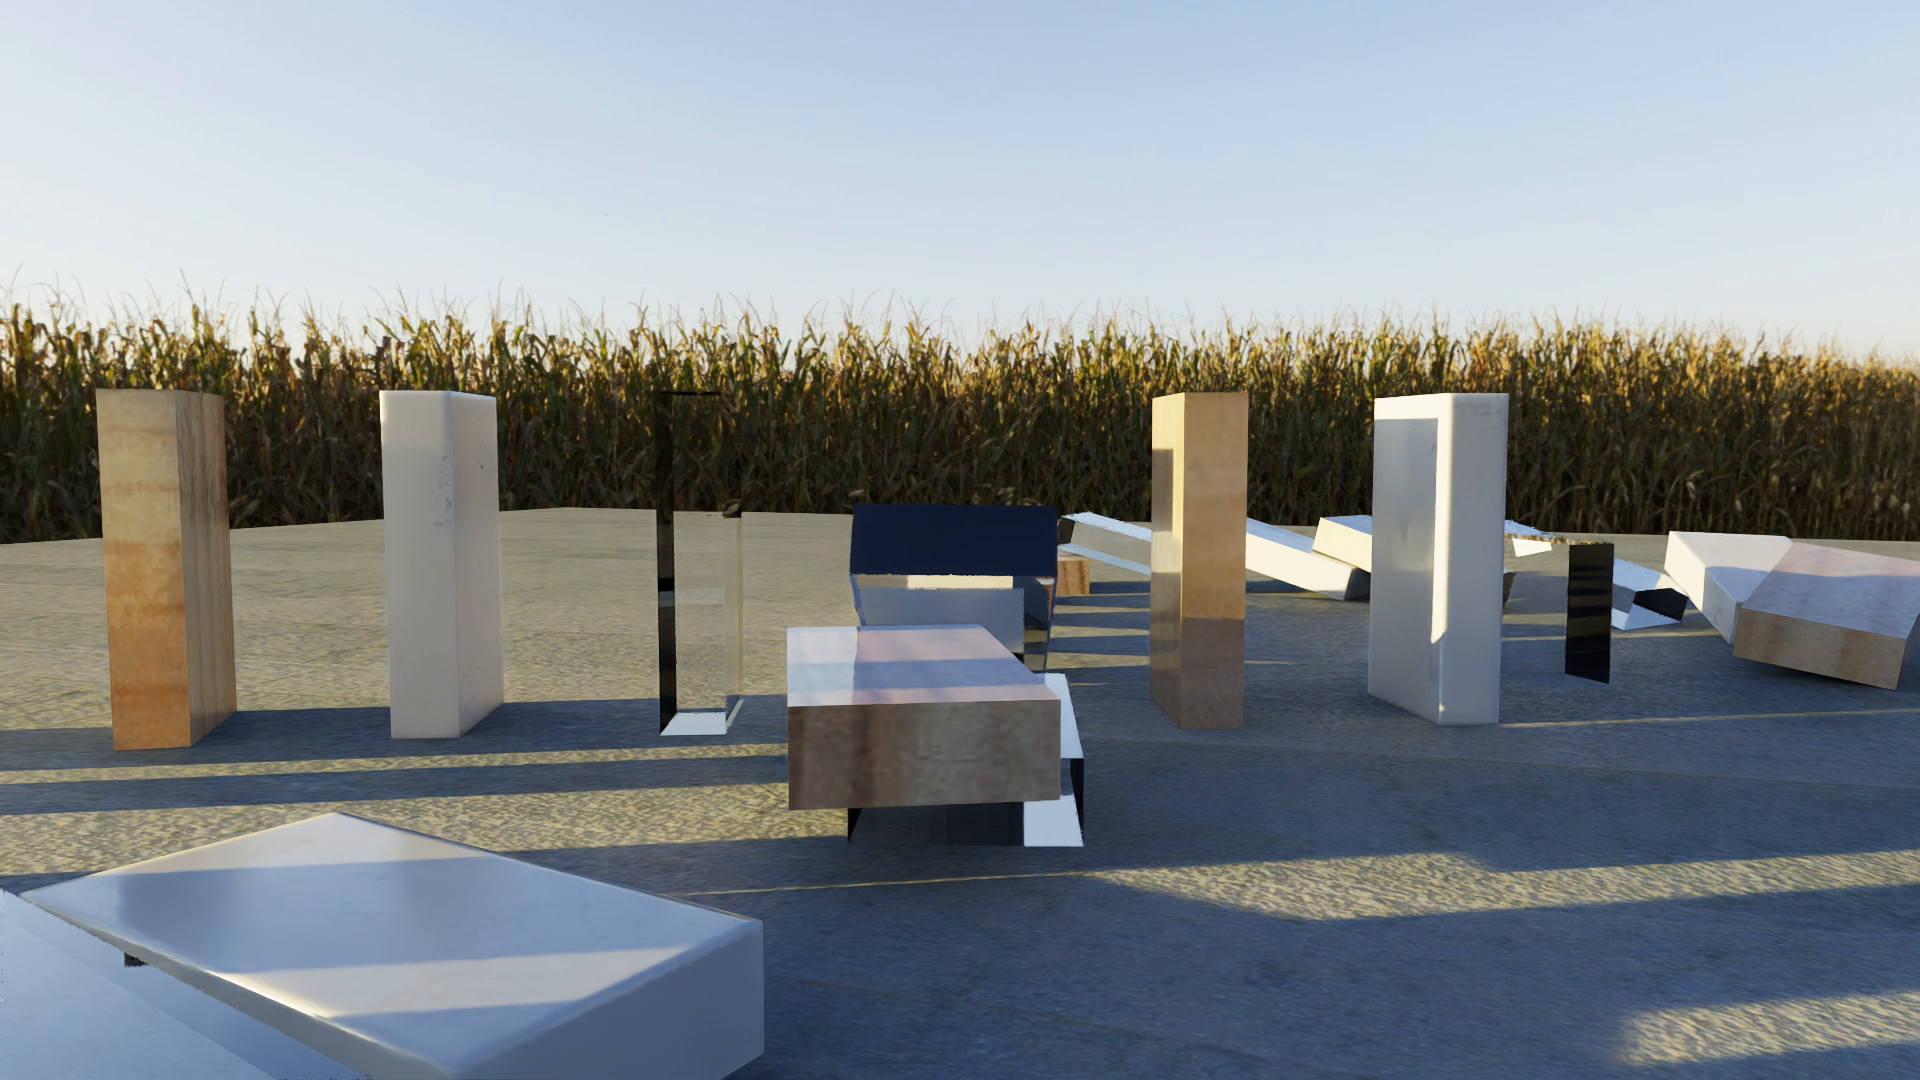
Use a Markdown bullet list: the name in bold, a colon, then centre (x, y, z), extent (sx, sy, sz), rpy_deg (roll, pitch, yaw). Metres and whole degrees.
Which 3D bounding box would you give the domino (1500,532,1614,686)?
- **domino**: centre (0.104, 0.011, 0.249), extent (0.010, 0.025, 0.050), rpy_deg (-1, 4, -16)

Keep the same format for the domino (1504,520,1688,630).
- **domino**: centre (0.149, 0.008, 0.318), extent (0.025, 0.010, 0.050), rpy_deg (-3, 20, -34)

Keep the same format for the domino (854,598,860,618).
- **domino**: centre (-0.002, 0.013, 0.213), extent (0.025, 0.009, 0.050), rpy_deg (0, -18, 2)

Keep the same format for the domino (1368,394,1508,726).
- **domino**: centre (0.076, 0.002, 0.205), extent (0.009, 0.050, 0.025), rpy_deg (-1, 4, -7)

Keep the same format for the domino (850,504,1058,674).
- **domino**: centre (0.000, 0.011, 0.178), extent (0.025, 0.010, 0.050), rpy_deg (1, -25, 1)

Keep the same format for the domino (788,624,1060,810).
- **domino**: centre (-0.006, 0.018, 0.142), extent (0.025, 0.010, 0.050), rpy_deg (-1, 4, -8)

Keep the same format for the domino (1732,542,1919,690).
- **domino**: centre (0.169, 0.013, 0.246), extent (0.025, 0.010, 0.050), rpy_deg (14, 23, 40)

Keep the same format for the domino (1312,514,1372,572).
- **domino**: centre (0.124, 0.006, 0.347), extent (0.025, 0.009, 0.050), rpy_deg (-4, 21, -42)

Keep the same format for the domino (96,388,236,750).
- **domino**: centre (-0.116, 0.003, 0.189), extent (0.009, 0.050, 0.025), rpy_deg (-1, 4, -16)

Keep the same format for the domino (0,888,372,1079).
- **domino**: centre (-0.058, 0.033, 0.071), extent (0.050, 0.010, 0.025), rpy_deg (3, 5, 35)

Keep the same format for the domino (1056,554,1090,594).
- **domino**: centre (0.011, 0.010, 0.375), extent (0.050, 0.010, 0.025), rpy_deg (0, 4, -1)

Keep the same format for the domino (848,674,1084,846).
- **domino**: centre (0.002, 0.026, 0.161), extent (0.025, 0.009, 0.050), rpy_deg (0, 4, 2)

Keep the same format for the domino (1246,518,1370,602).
- **domino**: centre (0.092, 0.004, 0.369), extent (0.050, 0.010, 0.025), rpy_deg (21, 16, 34)

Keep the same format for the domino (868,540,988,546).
- **domino**: centre (-0.003, 0.010, 0.290), extent (0.025, 0.009, 0.050), rpy_deg (1, -11, 11)

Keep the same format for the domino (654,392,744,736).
- **domino**: centre (-0.040, 0.003, 0.199), extent (0.010, 0.050, 0.025), rpy_deg (0, 4, -3)

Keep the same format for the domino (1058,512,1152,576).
- **domino**: centre (0.056, 0.003, 0.384), extent (0.050, 0.010, 0.025), rpy_deg (17, 11, 23)

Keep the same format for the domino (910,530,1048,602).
- **domino**: centre (0.006, 0.007, 0.326), extent (0.025, 0.010, 0.050), rpy_deg (1, -11, 14)

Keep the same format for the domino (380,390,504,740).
- **domino**: centre (-0.078, 0.003, 0.196), extent (0.010, 0.050, 0.025), rpy_deg (0, 4, -5)

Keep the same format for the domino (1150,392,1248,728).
- **domino**: centre (0.037, 0.002, 0.202), extent (0.010, 0.050, 0.025), rpy_deg (0, 4, -2)

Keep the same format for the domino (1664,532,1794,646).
- **domino**: centre (0.178, 0.010, 0.286), extent (0.025, 0.009, 0.050), rpy_deg (3, 18, 14)

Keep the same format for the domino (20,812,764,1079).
- **domino**: centre (-0.041, 0.031, 0.092), extent (0.050, 0.010, 0.025), rpy_deg (3, 5, 32)
